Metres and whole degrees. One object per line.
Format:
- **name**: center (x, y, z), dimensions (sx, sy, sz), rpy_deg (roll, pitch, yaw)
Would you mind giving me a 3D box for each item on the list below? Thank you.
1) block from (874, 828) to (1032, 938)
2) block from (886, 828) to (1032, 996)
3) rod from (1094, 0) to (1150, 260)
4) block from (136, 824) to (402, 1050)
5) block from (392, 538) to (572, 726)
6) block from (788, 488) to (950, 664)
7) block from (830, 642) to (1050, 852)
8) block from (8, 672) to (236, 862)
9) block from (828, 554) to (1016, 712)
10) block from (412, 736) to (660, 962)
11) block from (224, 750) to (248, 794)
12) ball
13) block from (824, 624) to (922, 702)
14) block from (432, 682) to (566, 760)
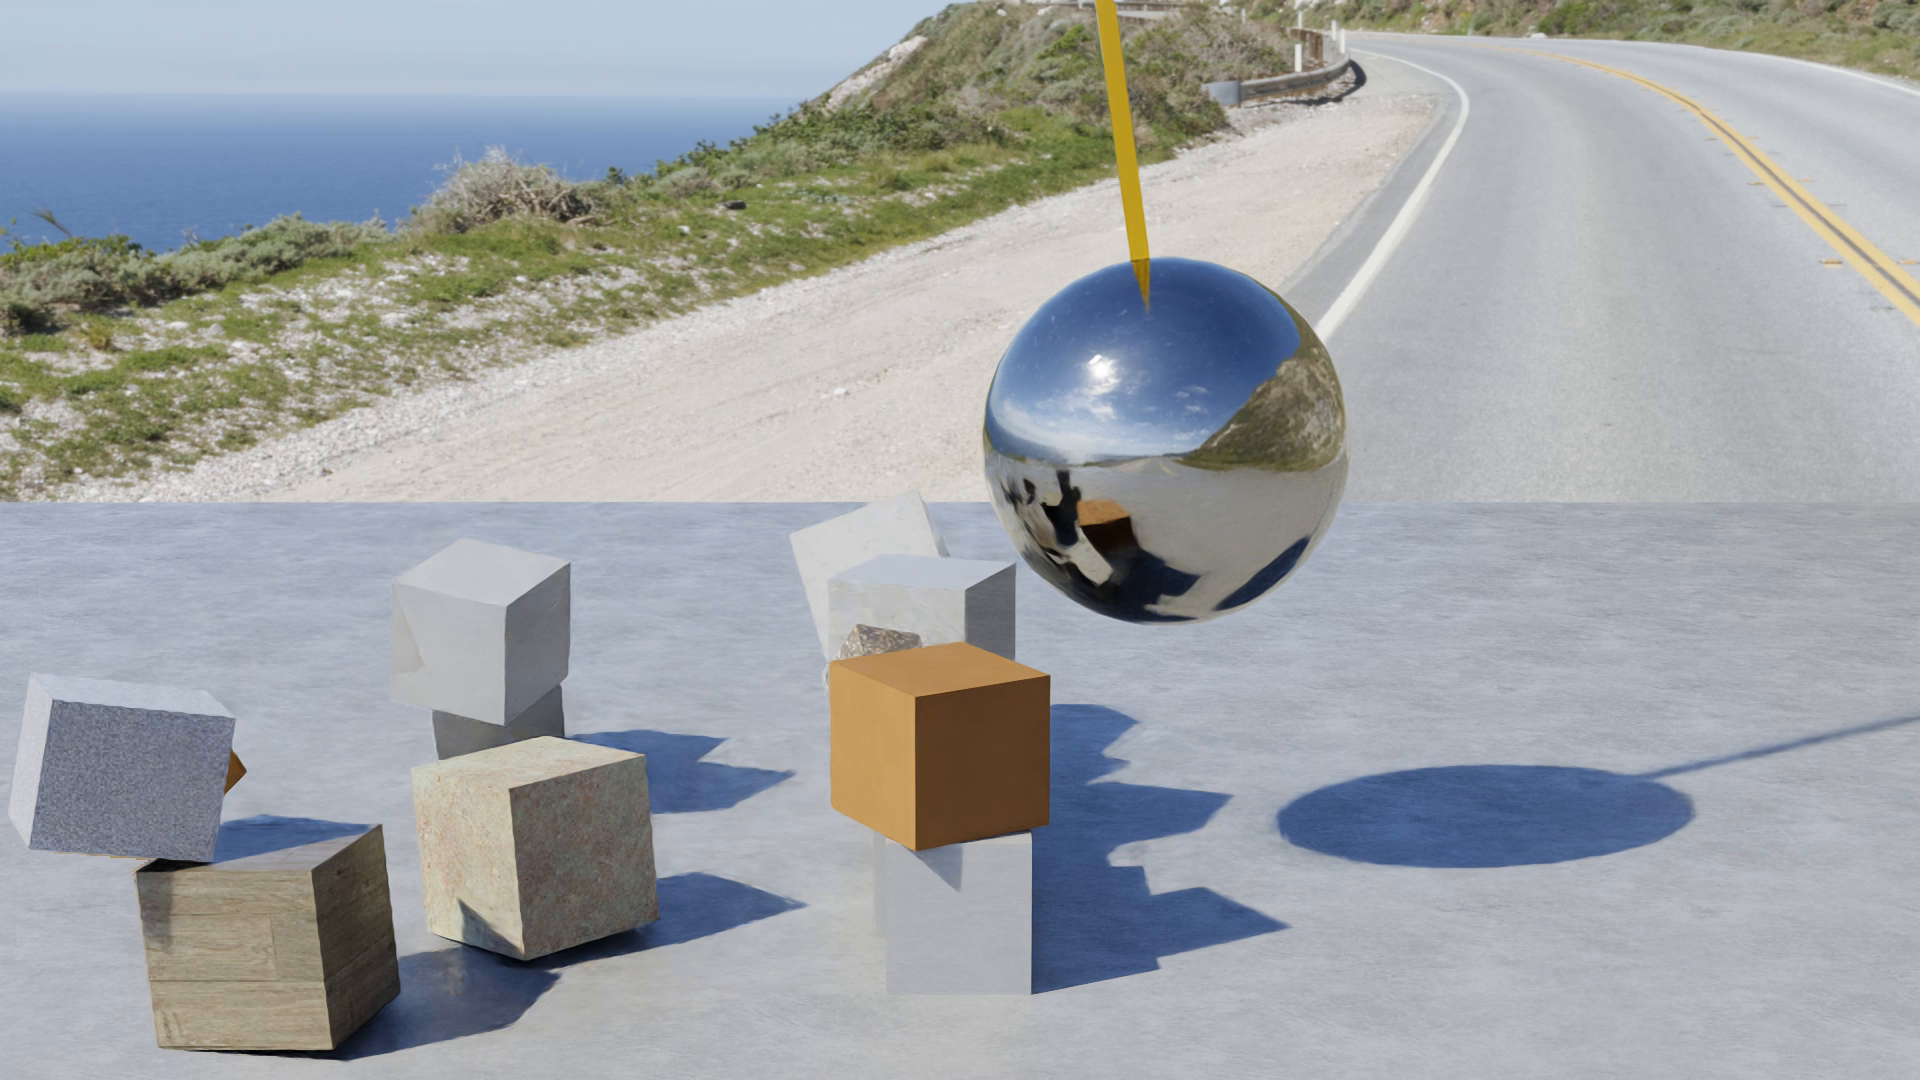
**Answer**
- **block**: center (-0.033, 1.272, 10.832), dimensions (0.649, 0.622, 0.671), rpy_deg (0, 10, -1)
- **block**: center (-0.005, 1.399, 10.174), dimensions (0.560, 0.608, 0.658), rpy_deg (0, 10, 0)
- **rod**: center (0.385, -3.732, 10.502), dimensions (0.080, 5.200, 0.080), rpy_deg (-8, 10, 2)
- **block**: center (-2.551, 1.462, 9.512), dimensions (0.689, 0.671, 0.592), rpy_deg (-2, 10, 13)
- **block**: center (-2.266, 0.426, 12.180), dimensions (0.593, 0.605, 0.629), rpy_deg (12, 23, 17)
- **block**: center (-0.363, 0.349, 13.355), dimensions (0.705, 0.804, 0.777), rpy_deg (-20, -26, 3)
- **block**: center (-0.082, 0.795, 10.068), dimensions (0.613, 0.603, 0.643), rpy_deg (-7, 14, -32)
- **block**: center (-3.064, 0.826, 9.367), dimensions (0.638, 0.531, 0.585), rpy_deg (9, 3, -28)
- **block**: center (-0.168, 0.438, 11.692), dimensions (0.655, 0.607, 0.670), rpy_deg (4, 11, 20)
- **block**: center (-1.746, 1.250, 10.556), dimensions (0.665, 0.699, 0.710), rpy_deg (-11, 11, -43)
- **block**: center (-3.670, 1.052, 11.693), dimensions (0.440, 0.478, 0.500), rpy_deg (-16, 23, 34)
- **ball**: center (0.887, -0.424, 11.103), dimensions (1.600, 1.600, 1.600), rpy_deg (0, 10, 0)
- **block**: center (-0.357, 0.628, 11.134), dimensions (0.306, 0.357, 0.339), rpy_deg (11, 44, -26)
- **block**: center (-2.375, 0.661, 13.016), dimensions (0.637, 0.679, 0.731), rpy_deg (-7, 51, -11)
